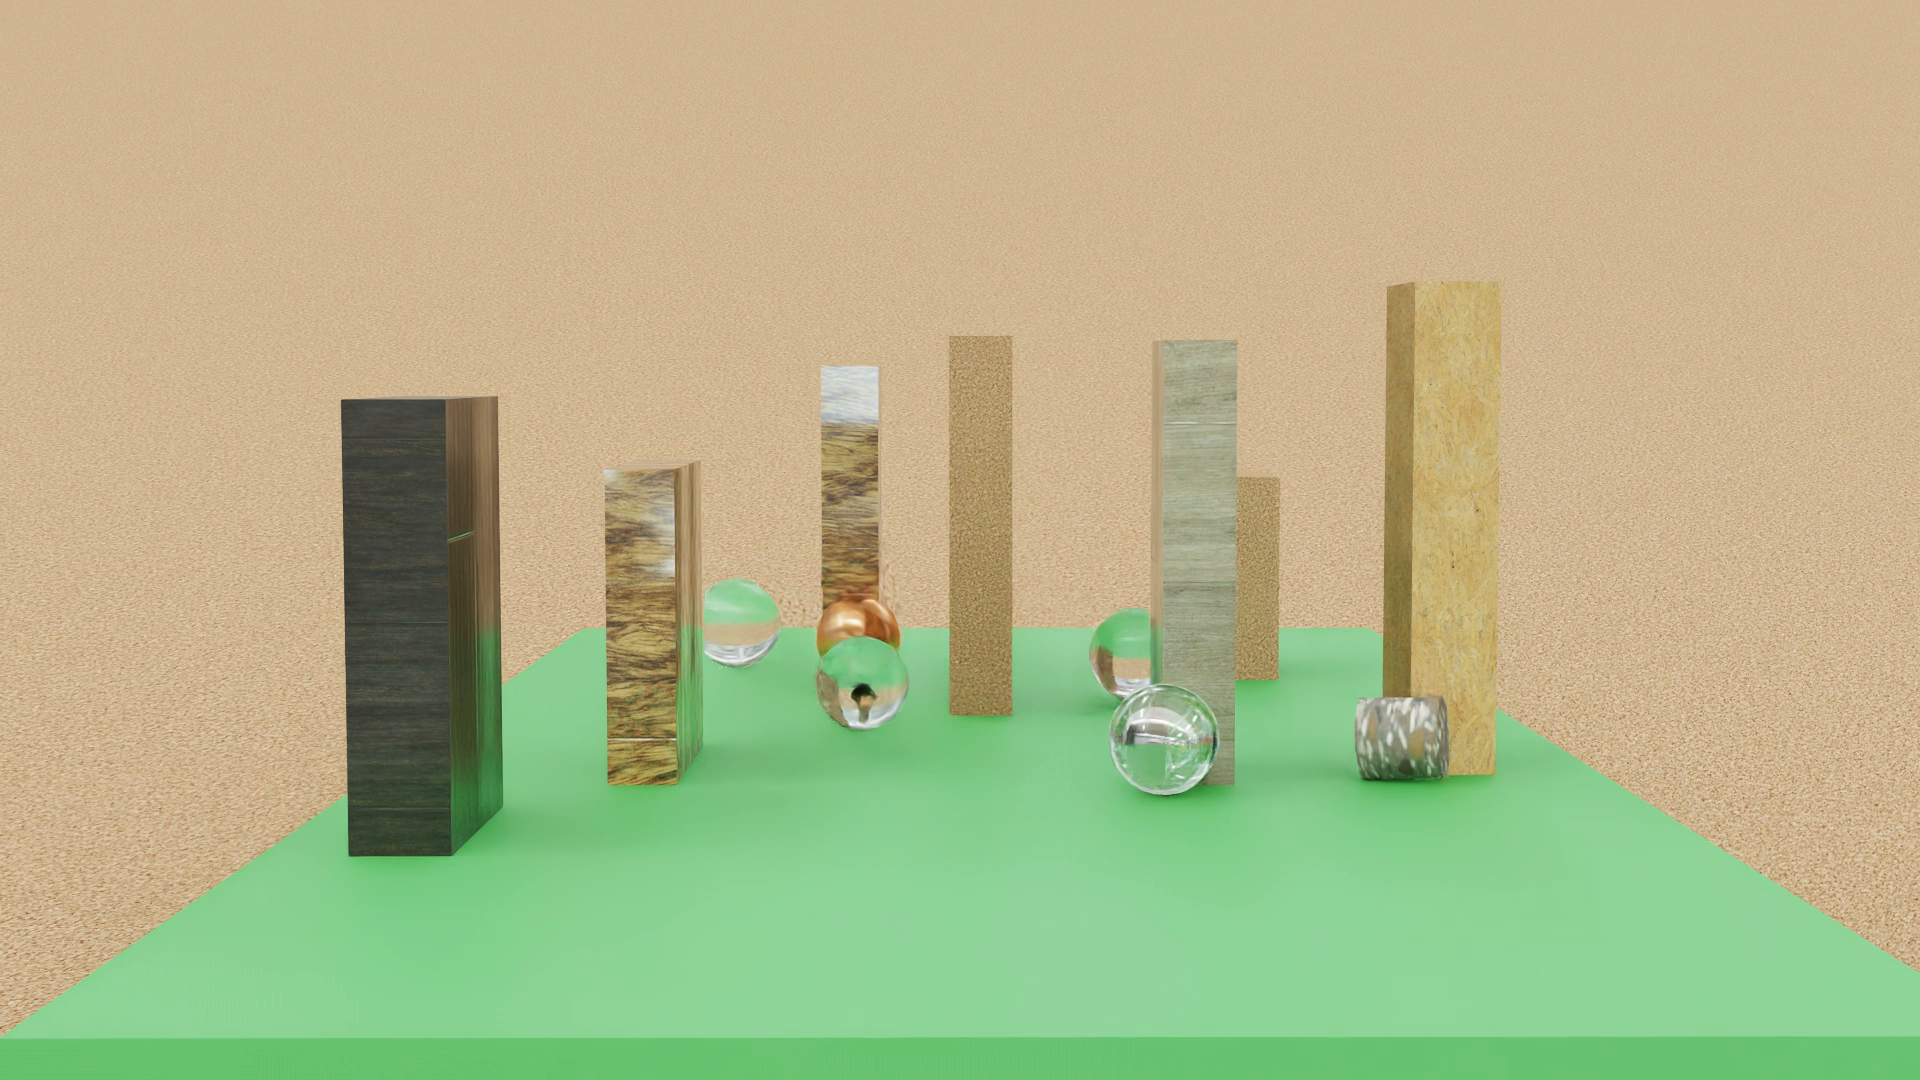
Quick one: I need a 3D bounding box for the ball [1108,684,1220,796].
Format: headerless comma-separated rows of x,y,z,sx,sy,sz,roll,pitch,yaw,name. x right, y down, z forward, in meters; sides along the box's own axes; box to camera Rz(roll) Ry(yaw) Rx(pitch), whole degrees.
0.315,0.309,3.978,0.172,0.172,0.172,0,19,0,ball

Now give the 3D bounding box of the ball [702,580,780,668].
-0.494,0.185,5.679,0.194,0.194,0.194,0,19,0,ball

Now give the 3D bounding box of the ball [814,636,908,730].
-0.179,0.262,4.692,0.171,0.171,0.171,0,19,0,ball

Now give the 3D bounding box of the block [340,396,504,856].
-0.760,0.107,3.660,0.140,0.619,0.399,0,4,0,block

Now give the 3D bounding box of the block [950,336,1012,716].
0.039,-0.040,5.080,0.119,0.721,0.427,0,4,0,block

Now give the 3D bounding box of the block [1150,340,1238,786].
0.377,0.029,4.172,0.115,0.705,0.251,0,4,0,block

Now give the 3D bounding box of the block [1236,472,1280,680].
0.623,0.072,5.585,0.104,0.431,0.312,0,4,0,block

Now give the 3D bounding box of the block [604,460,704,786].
-0.505,0.125,4.272,0.110,0.502,0.430,0,4,0,block

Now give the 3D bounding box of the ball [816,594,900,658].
-0.213,0.202,5.372,0.177,0.177,0.177,0,19,0,ball

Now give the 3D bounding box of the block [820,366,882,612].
-0.234,-0.044,5.568,0.120,0.666,0.248,0,4,0,block

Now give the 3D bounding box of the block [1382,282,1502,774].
0.801,-0.026,4.285,0.139,0.799,0.273,0,4,0,block

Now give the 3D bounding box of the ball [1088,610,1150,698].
0.347,0.229,5.117,0.181,0.181,0.181,0,19,0,ball

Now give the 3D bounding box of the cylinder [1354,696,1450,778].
0.709,0.317,4.110,0.130,0.130,0.130,-3,18,19,cylinder

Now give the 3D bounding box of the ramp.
0.045,0.408,4.537,2.000,0.100,4.000,0,4,0,ramp
